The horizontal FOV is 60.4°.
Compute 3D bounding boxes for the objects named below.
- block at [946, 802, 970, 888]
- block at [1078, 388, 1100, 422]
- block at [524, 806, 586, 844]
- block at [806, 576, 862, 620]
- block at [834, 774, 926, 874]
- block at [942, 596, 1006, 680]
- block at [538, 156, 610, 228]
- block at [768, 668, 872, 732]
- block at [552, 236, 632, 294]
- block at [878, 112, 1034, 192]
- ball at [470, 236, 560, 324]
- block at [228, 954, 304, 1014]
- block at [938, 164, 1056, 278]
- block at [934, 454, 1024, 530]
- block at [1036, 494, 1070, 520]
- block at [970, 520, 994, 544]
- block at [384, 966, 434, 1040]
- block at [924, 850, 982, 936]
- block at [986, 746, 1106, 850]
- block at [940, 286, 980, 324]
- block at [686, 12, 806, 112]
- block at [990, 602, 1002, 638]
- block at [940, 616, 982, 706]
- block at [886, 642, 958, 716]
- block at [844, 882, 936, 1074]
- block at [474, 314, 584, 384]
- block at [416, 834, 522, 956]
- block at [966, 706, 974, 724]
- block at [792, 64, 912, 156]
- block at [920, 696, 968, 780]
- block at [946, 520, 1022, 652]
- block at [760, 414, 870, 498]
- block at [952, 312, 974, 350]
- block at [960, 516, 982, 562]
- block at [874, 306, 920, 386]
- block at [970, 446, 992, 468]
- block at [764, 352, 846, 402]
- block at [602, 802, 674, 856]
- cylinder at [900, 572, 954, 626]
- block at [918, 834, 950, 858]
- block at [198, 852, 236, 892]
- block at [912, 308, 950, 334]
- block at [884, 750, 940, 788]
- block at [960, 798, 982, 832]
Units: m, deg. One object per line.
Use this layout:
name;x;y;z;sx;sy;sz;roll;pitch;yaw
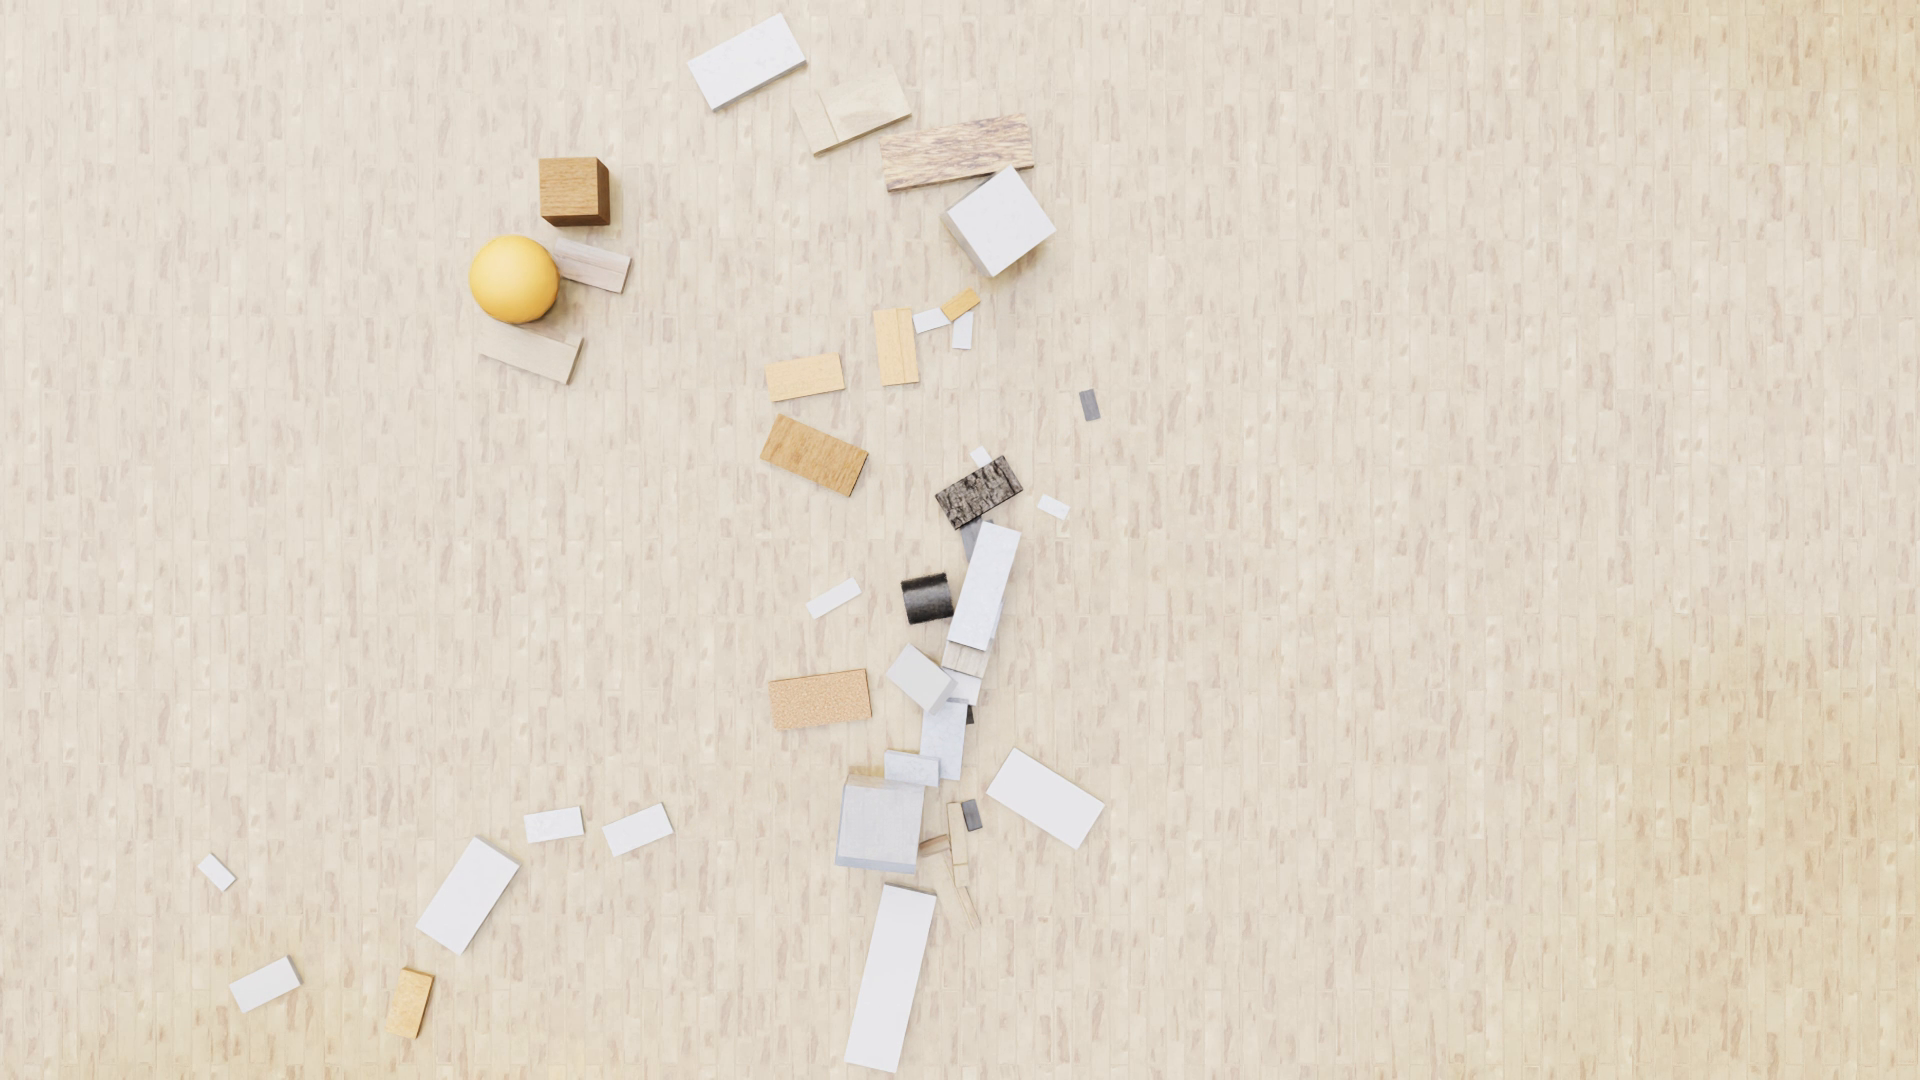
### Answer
block;-0.007;1.010;5.475;0.050;0.014;0.275;-5;85;-15
block;0.432;-0.449;5.493;0.050;0.014;0.101;-14;90;0
block;-1.349;0.946;5.487;0.187;0.027;0.094;-9;90;0
block;-0.420;0.194;5.491;0.183;0.017;0.060;-30;90;0
block;-0.257;0.921;5.371;0.258;0.258;0.258;7;90;0
block;0.047;0.303;5.428;0.140;0.040;0.280;17;79;1
block;-1.262;-1.140;5.407;0.186;0.186;0.186;-2;90;0
block;-0.464;0.530;5.477;0.324;0.046;0.162;-8;90;0
block;-1.229;-0.911;5.482;0.249;0.035;0.125;16;90;0
block;-0.012;-1.286;5.475;0.495;0.050;0.176;-10;90;0
ball;-1.445;-0.845;5.355;0.282;0.282;0.282;0;90;0
block;-2.307;1.476;5.485;0.213;0.030;0.107;-26;90;0
block;0.118;-1.032;5.351;0.252;0.252;0.252;-37;102;0
block;0.063;-0.157;5.460;0.265;0.037;0.132;-31;84;0
block;0.312;-0.110;5.493;0.101;0.014;0.050;26;90;0
block;0.093;0.016;5.446;0.078;0.022;0.156;-17;82;-3
block;-1.830;1.541;5.485;0.107;0.030;0.213;16;90;0
block;-0.026;1.169;5.487;0.094;0.027;0.287;-22;90;0
block;0.282;0.855;5.475;0.356;0.050;0.178;32;90;0
block;0.001;-0.782;5.476;0.124;0.018;0.062;-36;83;-10
block;-0.707;-1.583;5.475;0.353;0.050;0.176;-28;90;0
block;0.097;0.258;5.410;0.060;0.017;0.121;15;79;1
block;0.014;0.397;5.449;0.140;0.040;0.280;13;79;0
block;-0.126;0.453;5.390;0.037;0.265;0.132;36;90;-42
block;-0.231;1.450;5.475;0.178;0.050;0.599;13;90;0
block;-1.430;-0.647;5.477;0.324;0.046;0.162;20;90;0
block;-1.629;1.177;5.475;0.178;0.050;0.355;33;90;0
block;-0.020;0.589;5.482;0.126;0.018;0.063;-10;108;0
block;-0.357;-1.426;5.475;0.353;0.050;0.176;-22;90;0
block;-0.056;0.650;5.429;0.140;0.040;0.280;7;110;3
block;0.079;0.151;5.395;0.132;0.037;0.406;17;82;2
block;-0.484;-0.281;5.477;0.324;0.046;0.162;24;90;0
block;0.009;-0.699;5.491;0.062;0.018;0.124;4;90;0
block;0.046;-0.010;5.476;0.078;0.022;0.156;-13;81;3
block;-0.212;-0.642;5.482;0.125;0.035;0.249;-6;90;0
block;0.081;-0.259;5.493;0.050;0.014;0.101;-34;90;0
block;-0.515;-0.542;5.482;0.249;0.035;0.125;-10;90;0
block;-1.070;0.962;5.485;0.213;0.030;0.107;-23;90;0
cylinder;-0.106;0.192;5.424;0.150;0.150;0.150;-11;90;0
block;-0.084;1.017;5.478;0.099;0.014;0.050;-20;49;0
block;-2.472;1.106;5.491;0.060;0.017;0.121;-45;90;0
block;-0.092;-0.735;5.491;0.124;0.018;0.062;-17;90;0
block;-0.157;0.754;5.445;0.187;0.027;0.094;7;110;17
block;0.039;0.915;5.485;0.050;0.014;0.099;-15;90;-19
